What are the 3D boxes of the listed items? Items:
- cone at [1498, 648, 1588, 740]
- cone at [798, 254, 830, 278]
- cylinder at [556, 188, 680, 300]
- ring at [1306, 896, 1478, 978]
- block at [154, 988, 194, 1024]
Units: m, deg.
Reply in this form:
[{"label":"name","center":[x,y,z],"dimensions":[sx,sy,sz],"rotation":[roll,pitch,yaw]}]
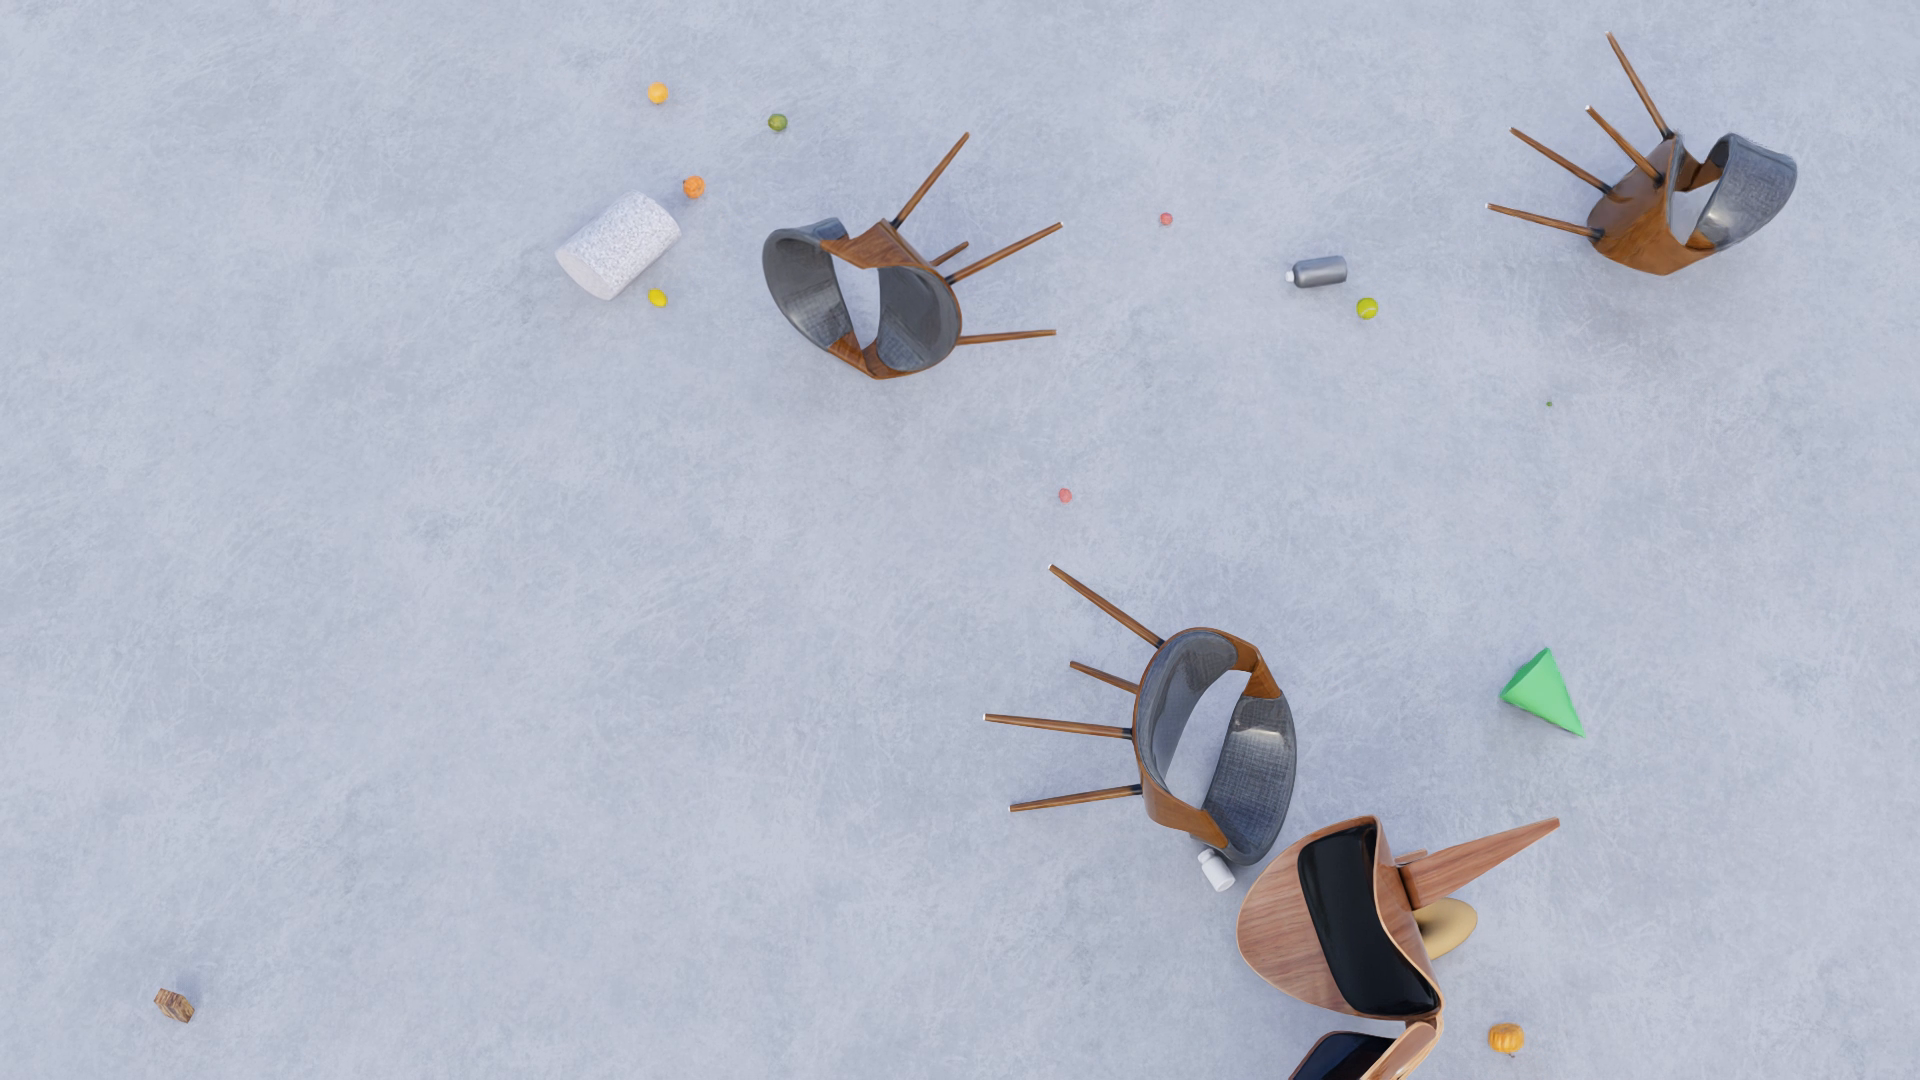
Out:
[{"label":"cone","center":[1.681,0.468,6.210],"dimensions":[0.256,0.159,0.251],"rotation":[47,46,6]},{"label":"cone","center":[-0.485,-0.881,7.139],"dimensions":[0.119,0.107,0.067],"rotation":[25,99,32]},{"label":"cylinder","center":[-1.107,-0.960,7.124],"dimensions":[0.246,0.154,0.331],"rotation":[36,63,13]},{"label":"ring","center":[1.140,1.049,5.807],"dimensions":[0.483,0.108,0.184],"rotation":[-13,56,-8]},{"label":"block","center":[-2.037,1.208,5.702],"dimensions":[0.066,0.102,0.038],"rotation":[15,57,10]}]
